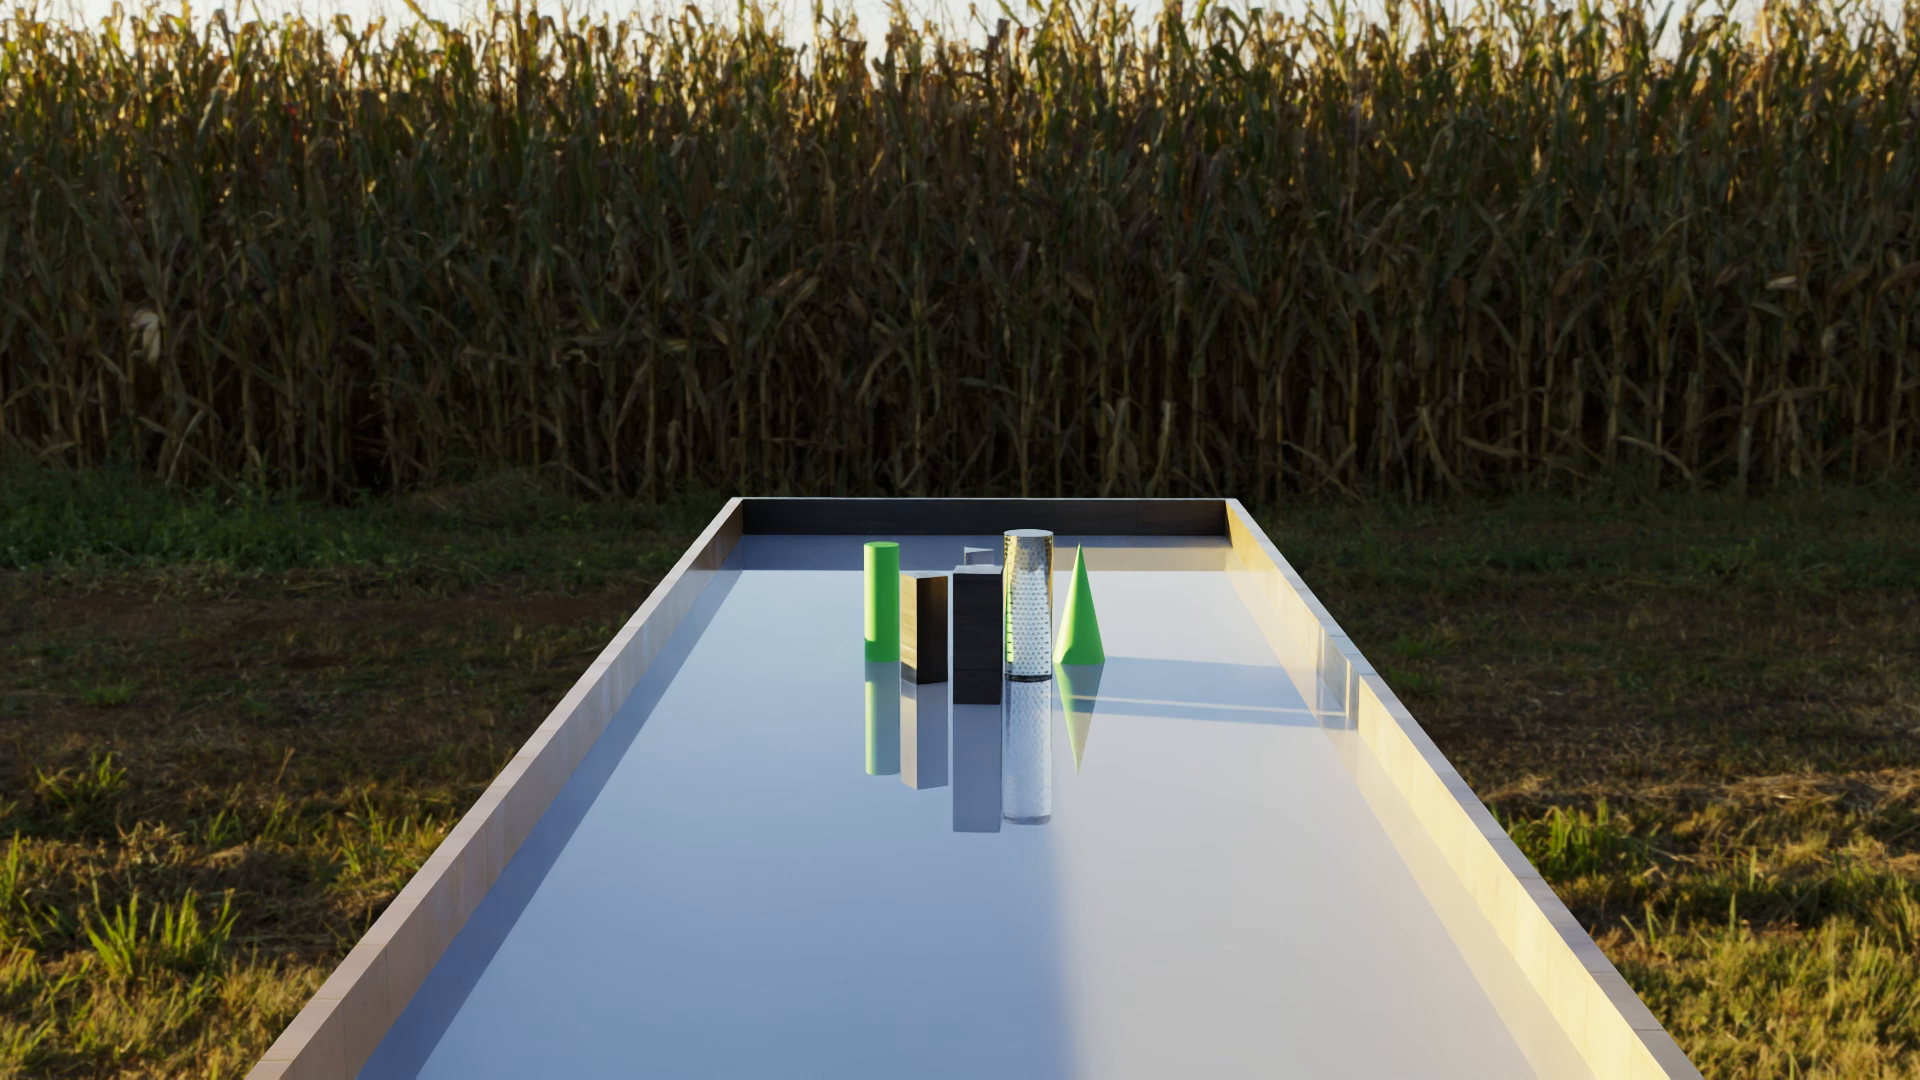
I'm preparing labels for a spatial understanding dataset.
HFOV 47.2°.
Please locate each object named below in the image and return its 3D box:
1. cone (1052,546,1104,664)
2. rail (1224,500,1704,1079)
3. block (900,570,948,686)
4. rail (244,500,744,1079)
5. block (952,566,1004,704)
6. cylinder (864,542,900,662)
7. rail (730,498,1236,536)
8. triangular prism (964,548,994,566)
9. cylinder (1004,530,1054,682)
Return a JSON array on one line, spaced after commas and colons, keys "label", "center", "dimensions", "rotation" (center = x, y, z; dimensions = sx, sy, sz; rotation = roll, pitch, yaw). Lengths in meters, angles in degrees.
[{"label": "cone", "center": [0.363, 0.184, 6.682], "dimensions": [0.161, 0.366, 0.161], "rotation": [0, 9, 0]}, {"label": "rail", "center": [1.046, 0.843, 3.208], "dimensions": [0.050, 0.150, 12.000], "rotation": [0, 9, 1]}, {"label": "block", "center": [-0.104, 0.255, 6.404], "dimensions": [0.103, 0.313, 0.103], "rotation": [-5, 10, -27]}, {"label": "rail", "center": [-1.004, 0.839, 3.234], "dimensions": [0.050, 0.150, 12.000], "rotation": [0, 9, 1]}, {"label": "block", "center": [0.051, 0.265, 6.159], "dimensions": [0.132, 0.369, 0.132], "rotation": [1, 9, 4]}, {"label": "cylinder", "center": [-0.237, 0.188, 6.694], "dimensions": [0.107, 0.354, 0.107], "rotation": [0, 9, 0]}, {"label": "rail", "center": [0.099, -0.098, 9.147], "dimensions": [2.100, 0.150, 0.050], "rotation": [0, 9, 1]}, {"label": "triangular prism", "center": [0.038, 0.197, 6.673], "dimensions": [0.100, 0.343, 0.086], "rotation": [-6, 11, -32]}, {"label": "cylinder", "center": [0.199, 0.191, 6.431], "dimensions": [0.145, 0.429, 0.145], "rotation": [0, 9, 0]}]
